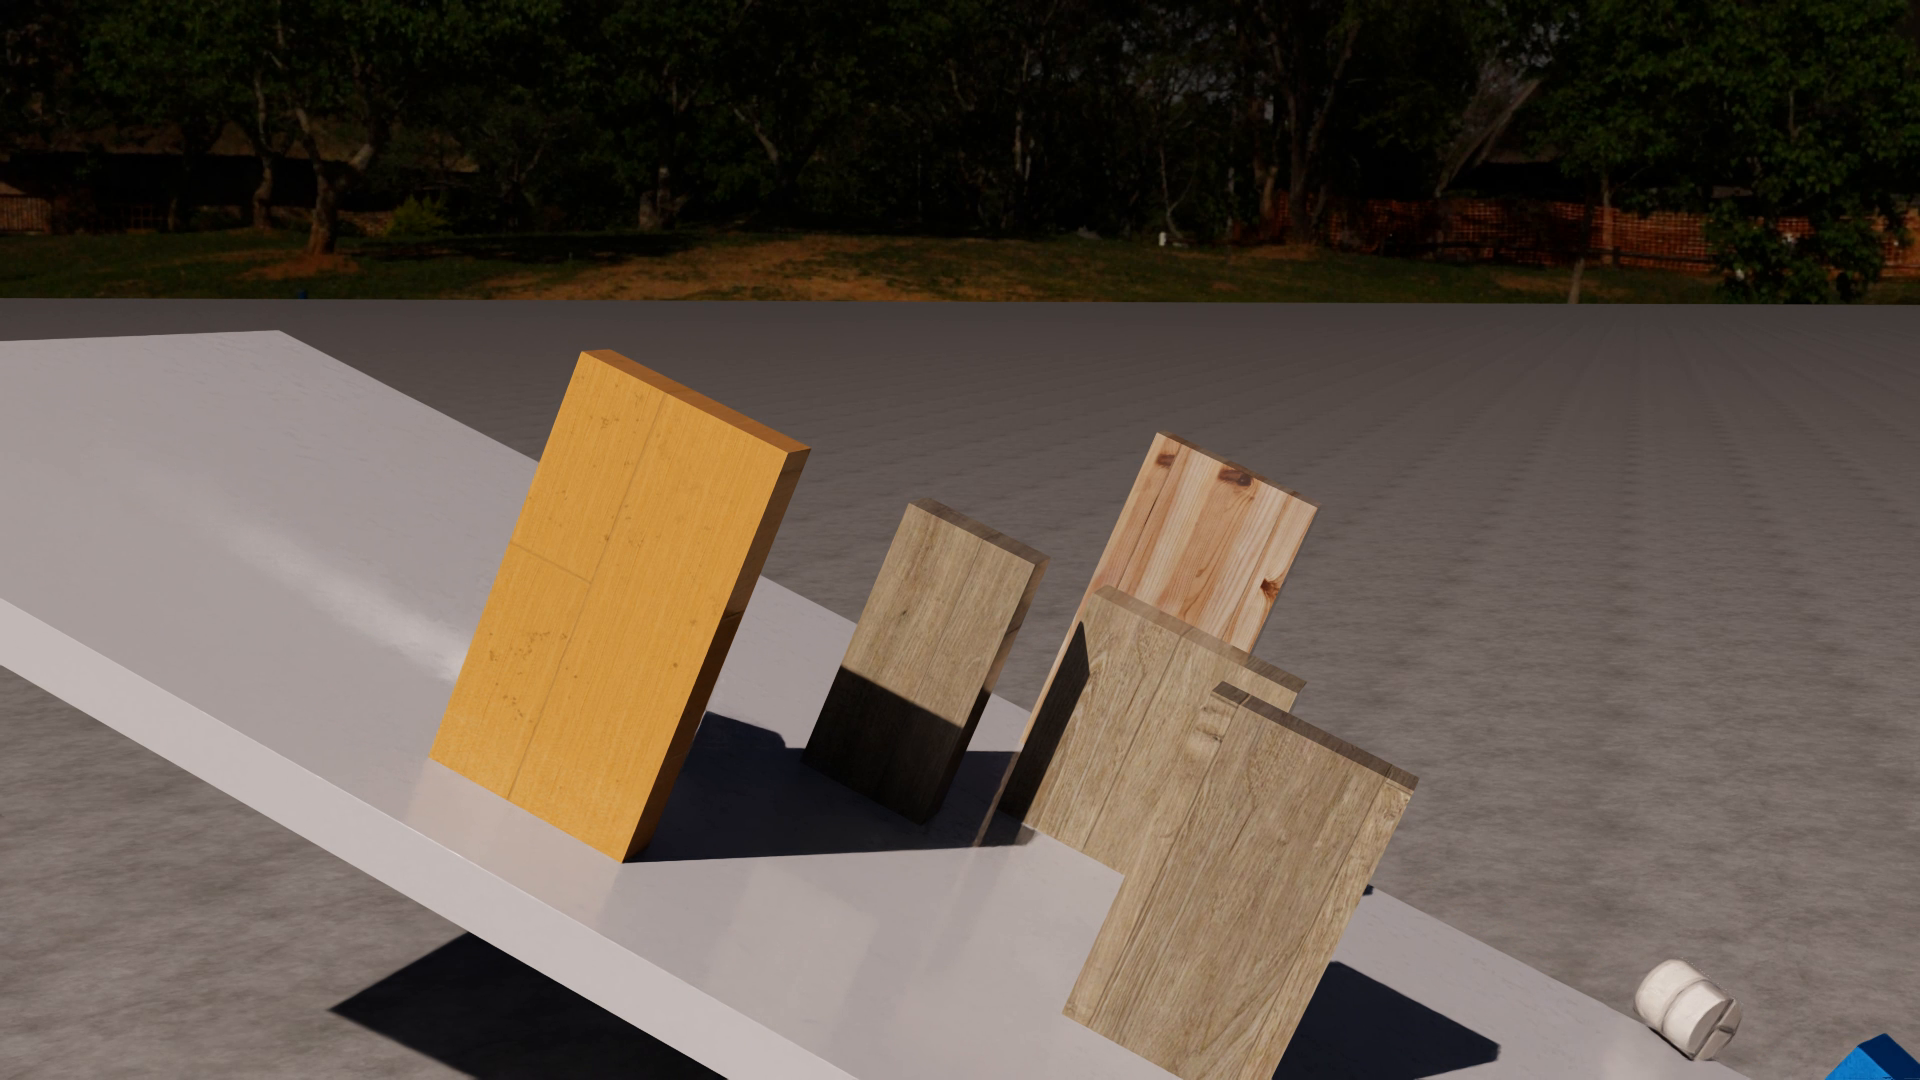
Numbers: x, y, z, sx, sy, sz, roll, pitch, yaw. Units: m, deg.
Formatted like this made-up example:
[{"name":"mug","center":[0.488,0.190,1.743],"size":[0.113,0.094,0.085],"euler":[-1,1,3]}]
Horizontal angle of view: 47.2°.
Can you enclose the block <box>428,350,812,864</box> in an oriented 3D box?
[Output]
[{"name":"block","center":[-0.543,0.104,3.471],"size":[0.371,0.715,0.098],"euler":[26,13,13]}]

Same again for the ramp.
[{"name":"ramp","center":[-0.284,0.491,4.181],"size":[4.000,0.100,2.000],"euler":[26,13,13]}]

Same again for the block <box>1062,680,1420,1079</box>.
[{"name":"block","center":[0.446,0.576,3.540],"size":[0.346,0.601,0.094],"euler":[26,13,13]}]

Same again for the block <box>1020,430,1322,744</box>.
[{"name":"block","center":[0.451,0.184,4.762],"size":[0.375,0.752,0.083],"euler":[26,13,13]}]

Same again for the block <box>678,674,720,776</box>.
[{"name":"block","center":[-0.569,0.265,3.920],"size":[0.205,0.205,0.205],"euler":[19,14,-17]}]

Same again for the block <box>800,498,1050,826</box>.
[{"name":"block","center":[-0.067,0.228,4.156],"size":[0.265,0.550,0.116],"euler":[26,13,13]}]

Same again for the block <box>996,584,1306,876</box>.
[{"name":"block","center":[0.376,0.407,4.347],"size":[0.439,0.484,0.127],"euler":[26,13,13]}]

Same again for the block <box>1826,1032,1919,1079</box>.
[{"name":"block","center":[1.879,1.161,4.499],"size":[0.195,0.195,0.195],"euler":[4,35,-51]}]

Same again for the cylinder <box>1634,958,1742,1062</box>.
[{"name":"cylinder","center":[1.557,1.005,4.708],"size":[0.156,0.156,0.156],"euler":[-4,27,-31]}]
